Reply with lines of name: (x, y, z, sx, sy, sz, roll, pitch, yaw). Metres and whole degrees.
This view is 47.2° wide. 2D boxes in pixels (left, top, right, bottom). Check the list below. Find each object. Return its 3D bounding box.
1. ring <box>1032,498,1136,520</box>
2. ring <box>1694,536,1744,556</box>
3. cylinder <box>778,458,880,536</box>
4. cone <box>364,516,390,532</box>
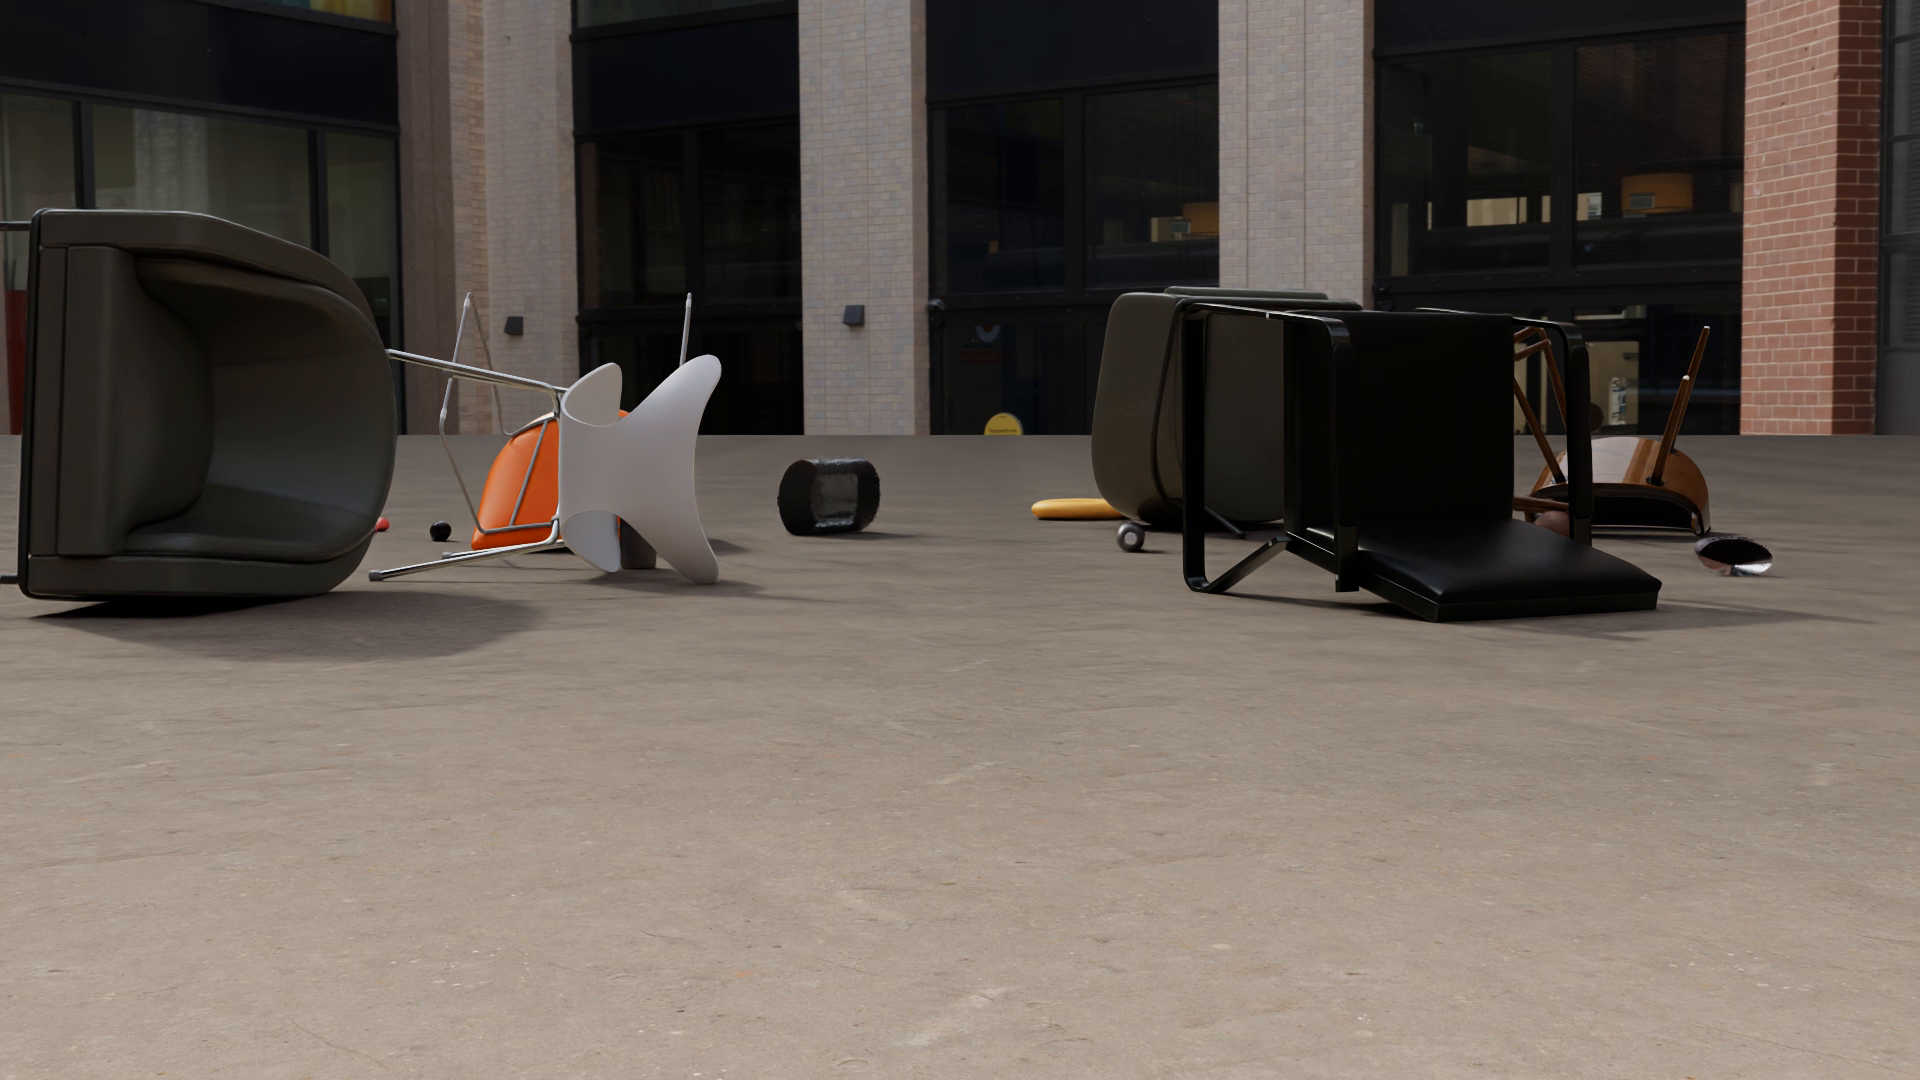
ring: (0.430, -0.106, 7.633, 0.380, 0.064, 0.282, -1, 5, -22)
ring: (2.043, 0.020, 5.896, 0.114, 0.050, 0.280, 4, 5, 37)
cylinder: (-0.405, -0.136, 6.835, 0.182, 0.235, 0.274, 18, 14, 35)
cone: (-1.855, -0.038, 6.936, 0.075, 0.047, 0.081, -3, 17, 38)
